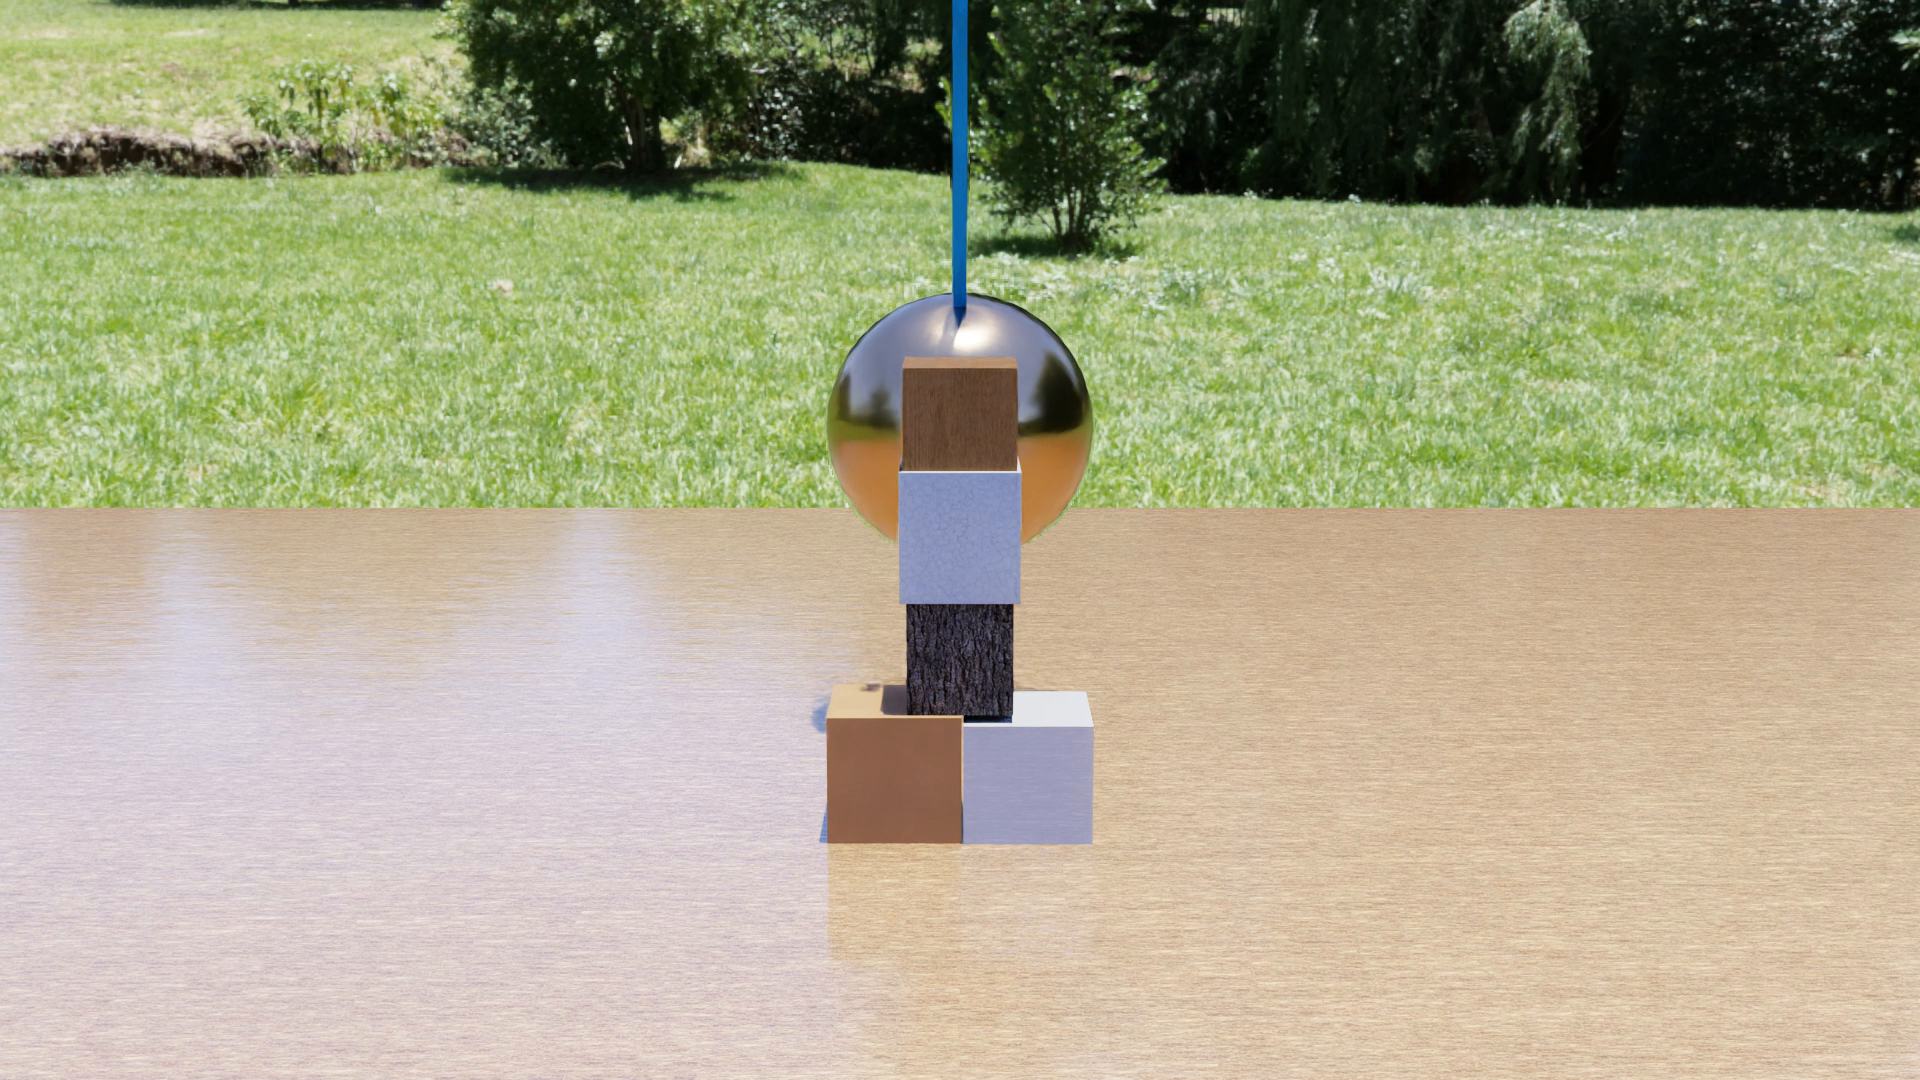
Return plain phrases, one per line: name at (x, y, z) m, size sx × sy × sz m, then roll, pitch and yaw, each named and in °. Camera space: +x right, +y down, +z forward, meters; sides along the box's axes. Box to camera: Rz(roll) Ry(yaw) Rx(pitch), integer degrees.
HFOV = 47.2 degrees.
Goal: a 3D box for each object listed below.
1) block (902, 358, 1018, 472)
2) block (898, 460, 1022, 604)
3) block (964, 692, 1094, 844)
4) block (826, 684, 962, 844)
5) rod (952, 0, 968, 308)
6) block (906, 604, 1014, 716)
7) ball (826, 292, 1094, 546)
block at (0.000, -0.639, 11.080) m, size 0.566 × 0.511 × 0.561 m, roll 0°, pitch 10°, yaw 0°
block at (0.000, -0.059, 11.162) m, size 0.603 × 0.659 × 0.597 m, roll 0°, pitch 10°, yaw 0°
block at (0.344, 1.172, 11.402) m, size 0.652 × 0.615 × 0.706 m, roll 0°, pitch 10°, yaw 0°
block at (-0.331, 1.150, 11.409) m, size 0.677 × 0.655 × 0.704 m, roll 0°, pitch 10°, yaw 0°
rod at (0.000, -3.606, 11.438) m, size 0.080 × 5.200 × 0.080 m, roll 0°, pitch 31°, yaw 0°
block at (0.000, 0.551, 11.261) m, size 0.536 × 0.577 × 0.523 m, roll 0°, pitch 10°, yaw 0°
ball at (0.000, -0.677, 13.166) m, size 1.600 × 1.600 × 1.600 m, roll 0°, pitch 10°, yaw 0°
